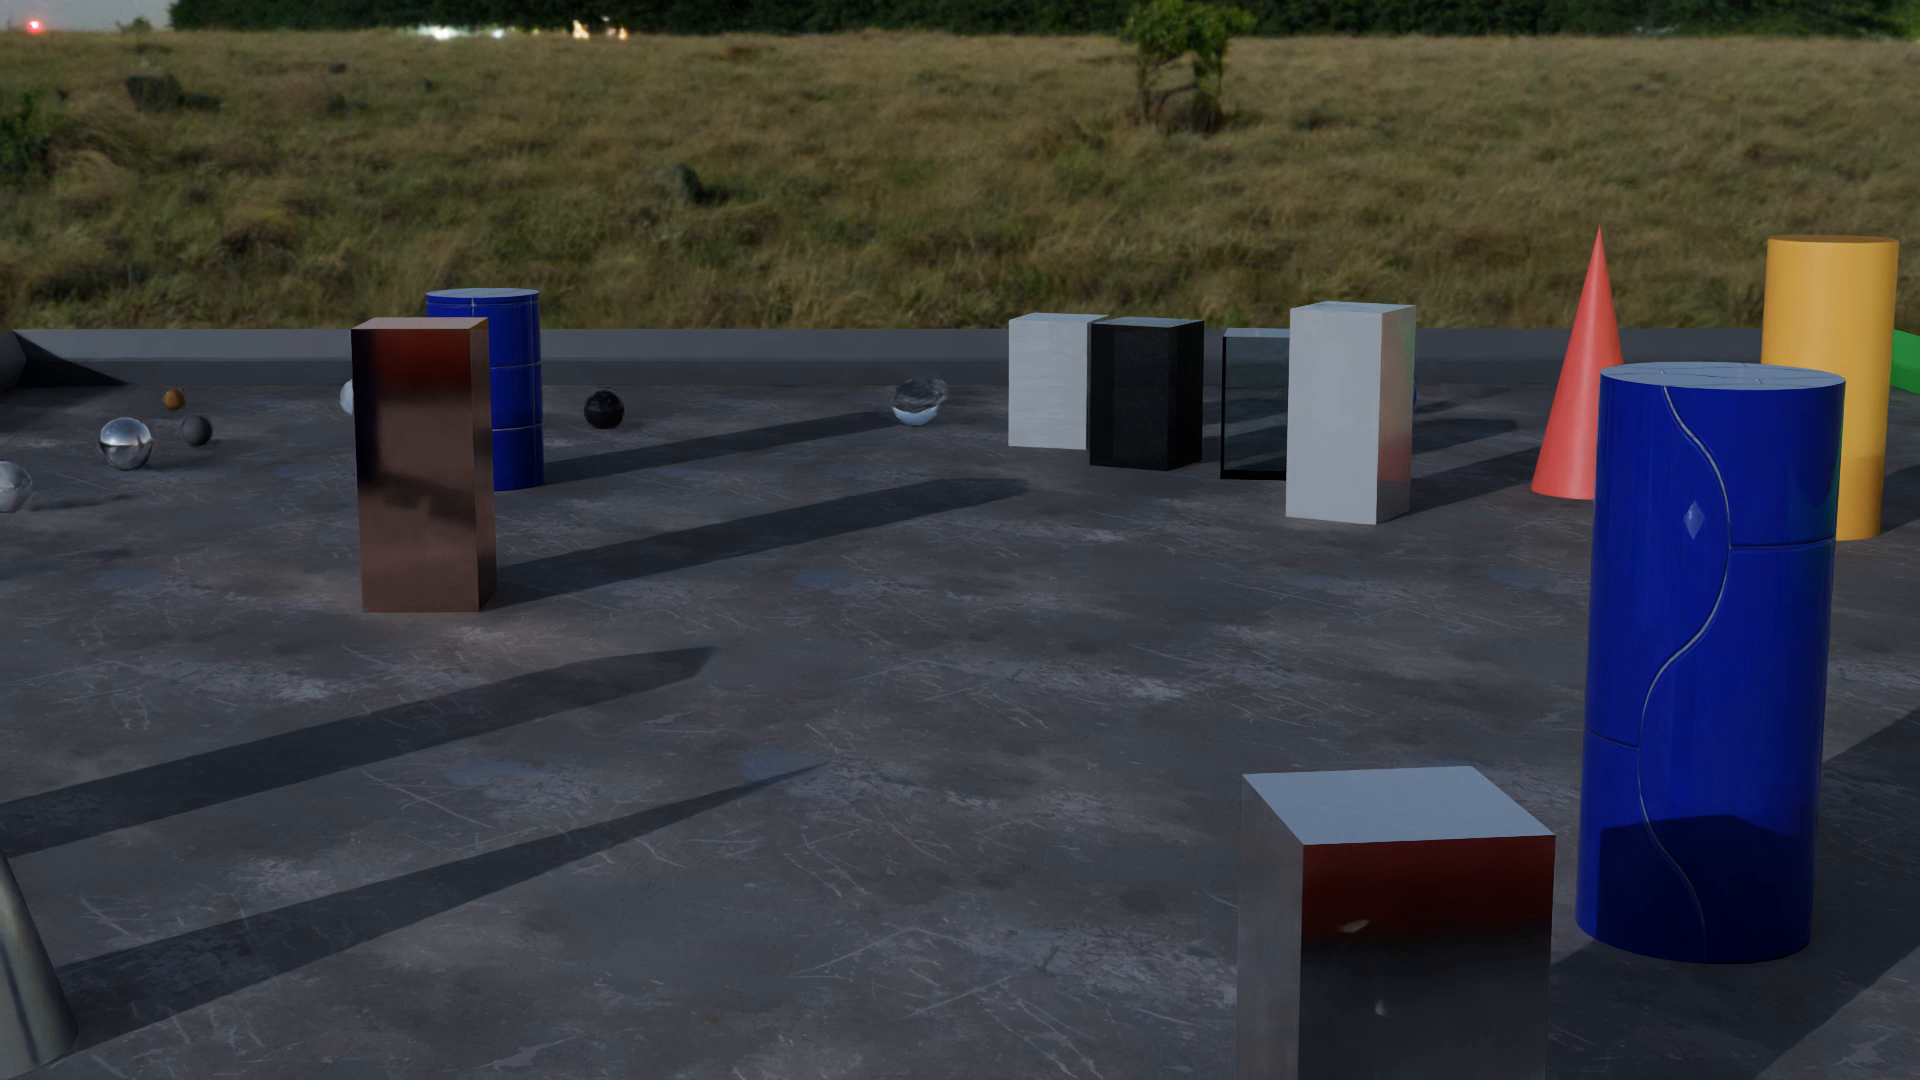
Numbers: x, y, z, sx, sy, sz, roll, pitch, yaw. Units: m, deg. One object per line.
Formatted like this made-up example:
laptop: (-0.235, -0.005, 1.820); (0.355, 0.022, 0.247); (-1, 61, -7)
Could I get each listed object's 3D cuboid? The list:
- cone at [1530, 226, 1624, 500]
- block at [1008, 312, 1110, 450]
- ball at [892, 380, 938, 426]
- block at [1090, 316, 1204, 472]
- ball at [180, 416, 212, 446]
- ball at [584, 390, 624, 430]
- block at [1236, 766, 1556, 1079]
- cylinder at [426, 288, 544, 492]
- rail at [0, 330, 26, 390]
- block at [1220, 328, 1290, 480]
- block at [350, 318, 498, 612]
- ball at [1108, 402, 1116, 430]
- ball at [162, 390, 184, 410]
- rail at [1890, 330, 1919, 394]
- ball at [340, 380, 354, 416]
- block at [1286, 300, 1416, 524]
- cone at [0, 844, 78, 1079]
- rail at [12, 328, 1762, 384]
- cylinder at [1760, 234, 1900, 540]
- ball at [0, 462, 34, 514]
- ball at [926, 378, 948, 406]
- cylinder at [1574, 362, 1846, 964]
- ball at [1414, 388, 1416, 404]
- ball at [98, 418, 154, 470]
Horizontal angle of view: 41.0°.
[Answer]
cone: (1.086, -0.311, 4.397); (0.195, 0.459, 0.195); (0, 11, 0)
block: (0.193, -0.311, 4.982); (0.156, 0.243, 0.156); (4, 11, 19)
ball: (-0.091, -0.278, 5.213); (0.096, 0.096, 0.096); (0, 11, 0)
block: (0.345, -0.271, 4.723); (0.156, 0.261, 0.156); (6, 12, 29)
ball: (-1.474, -0.211, 4.951); (0.059, 0.059, 0.059); (0, 11, 0)
ball: (-0.717, -0.262, 5.168); (0.081, 0.081, 0.081); (0, 11, 0)
block: (0.271, 0.298, 1.634); (0.156, 0.269, 0.156); (-1, 11, -7)
cylinder: (-0.829, -0.264, 4.482); (0.195, 0.335, 0.195); (0, 11, 0)
rail: (-2.132, 0.035, 3.437); (0.045, 0.126, 4.971); (0, 11, 0)
block: (0.552, -0.245, 4.600); (0.156, 0.254, 0.156); (2, 11, 9)
block: (-0.726, -0.105, 3.493); (0.156, 0.382, 0.156); (0, 11, -1)
ball: (0.277, -0.247, 5.117); (0.069, 0.069, 0.069); (0, 11, 0)
ball: (-1.675, -0.299, 5.465); (0.044, 0.044, 0.044); (0, 11, 0)
rail: (2.132, 0.030, 3.461); (0.045, 0.126, 4.971); (0, 11, 0)
ball: (-1.250, -0.296, 5.345); (0.083, 0.083, 0.083); (0, 11, 0)
block: (0.637, -0.210, 4.180); (0.156, 0.339, 0.156); (6, 12, 29)
cone: (-0.765, 0.224, 1.899); (0.195, 0.318, 0.195); (0, 11, 0)
rail: (-0.014, -0.417, 5.870); (4.311, 0.126, 0.045); (0, 11, 0)
cylinder: (1.356, -0.242, 4.026); (0.195, 0.458, 0.195); (0, 11, 0)
ball: (-1.565, -0.086, 4.206); (0.085, 0.085, 0.085); (0, 11, 0)
ball: (-0.054, -0.319, 5.533); (0.059, 0.059, 0.059); (0, 11, 0)
cylinder: (0.626, 0.097, 2.155); (0.195, 0.474, 0.195); (0, 11, 0)
ball: (0.916, -0.301, 5.377); (0.081, 0.081, 0.081); (0, 11, 0)
ball: (-1.512, -0.174, 4.648); (0.097, 0.097, 0.097); (0, 11, 0)
